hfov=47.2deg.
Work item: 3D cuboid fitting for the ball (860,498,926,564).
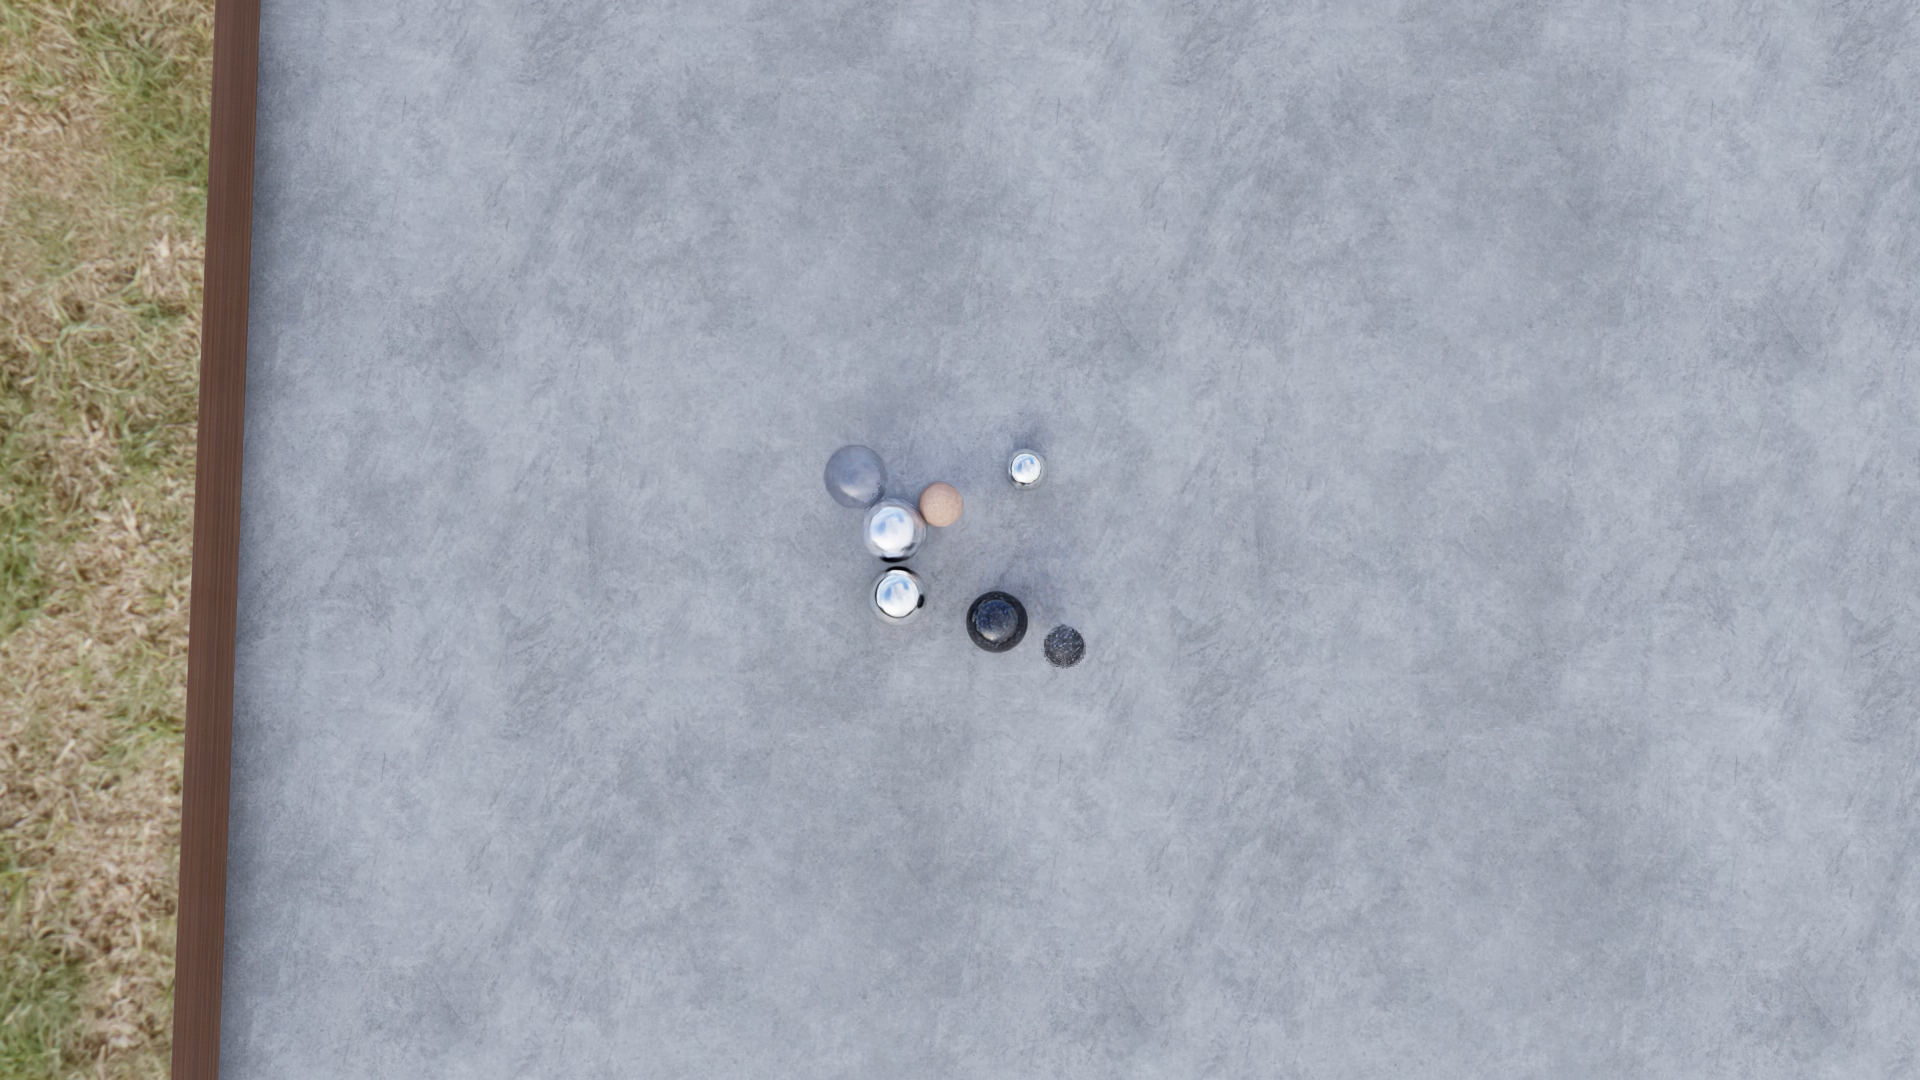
[{"bbox_3d":[-0.098,-0.014,3.242,0.096,0.096,0.096,0,84,0],"label":"ball"}]

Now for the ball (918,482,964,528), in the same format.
[{"bbox_3d":[-0.028,-0.052,3.261,0.067,0.067,0.067,0,84,0],"label":"ball"}]

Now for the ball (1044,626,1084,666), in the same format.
[{"bbox_3d":[0.153,0.156,3.242,0.060,0.060,0.060,0,84,0],"label":"ball"}]

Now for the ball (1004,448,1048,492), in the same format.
[{"bbox_3d":[0.098,-0.105,3.269,0.064,0.064,0.064,0,84,0],"label":"ball"}]

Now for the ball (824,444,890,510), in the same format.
[{"bbox_3d":[-0.153,-0.093,3.251,0.097,0.097,0.097,0,84,0],"label":"ball"}]

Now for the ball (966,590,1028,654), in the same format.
[{"bbox_3d":[0.054,0.121,3.229,0.092,0.092,0.092,0,84,0],"label":"ball"}]

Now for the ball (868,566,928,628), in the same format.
[{"bbox_3d":[-0.091,0.083,3.235,0.090,0.090,0.090,0,84,0],"label":"ball"}]

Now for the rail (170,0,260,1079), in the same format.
[{"bbox_3d":[-1.080,-0.005,3.226,0.045,0.125,2.396,0,84,0],"label":"rail"}]
